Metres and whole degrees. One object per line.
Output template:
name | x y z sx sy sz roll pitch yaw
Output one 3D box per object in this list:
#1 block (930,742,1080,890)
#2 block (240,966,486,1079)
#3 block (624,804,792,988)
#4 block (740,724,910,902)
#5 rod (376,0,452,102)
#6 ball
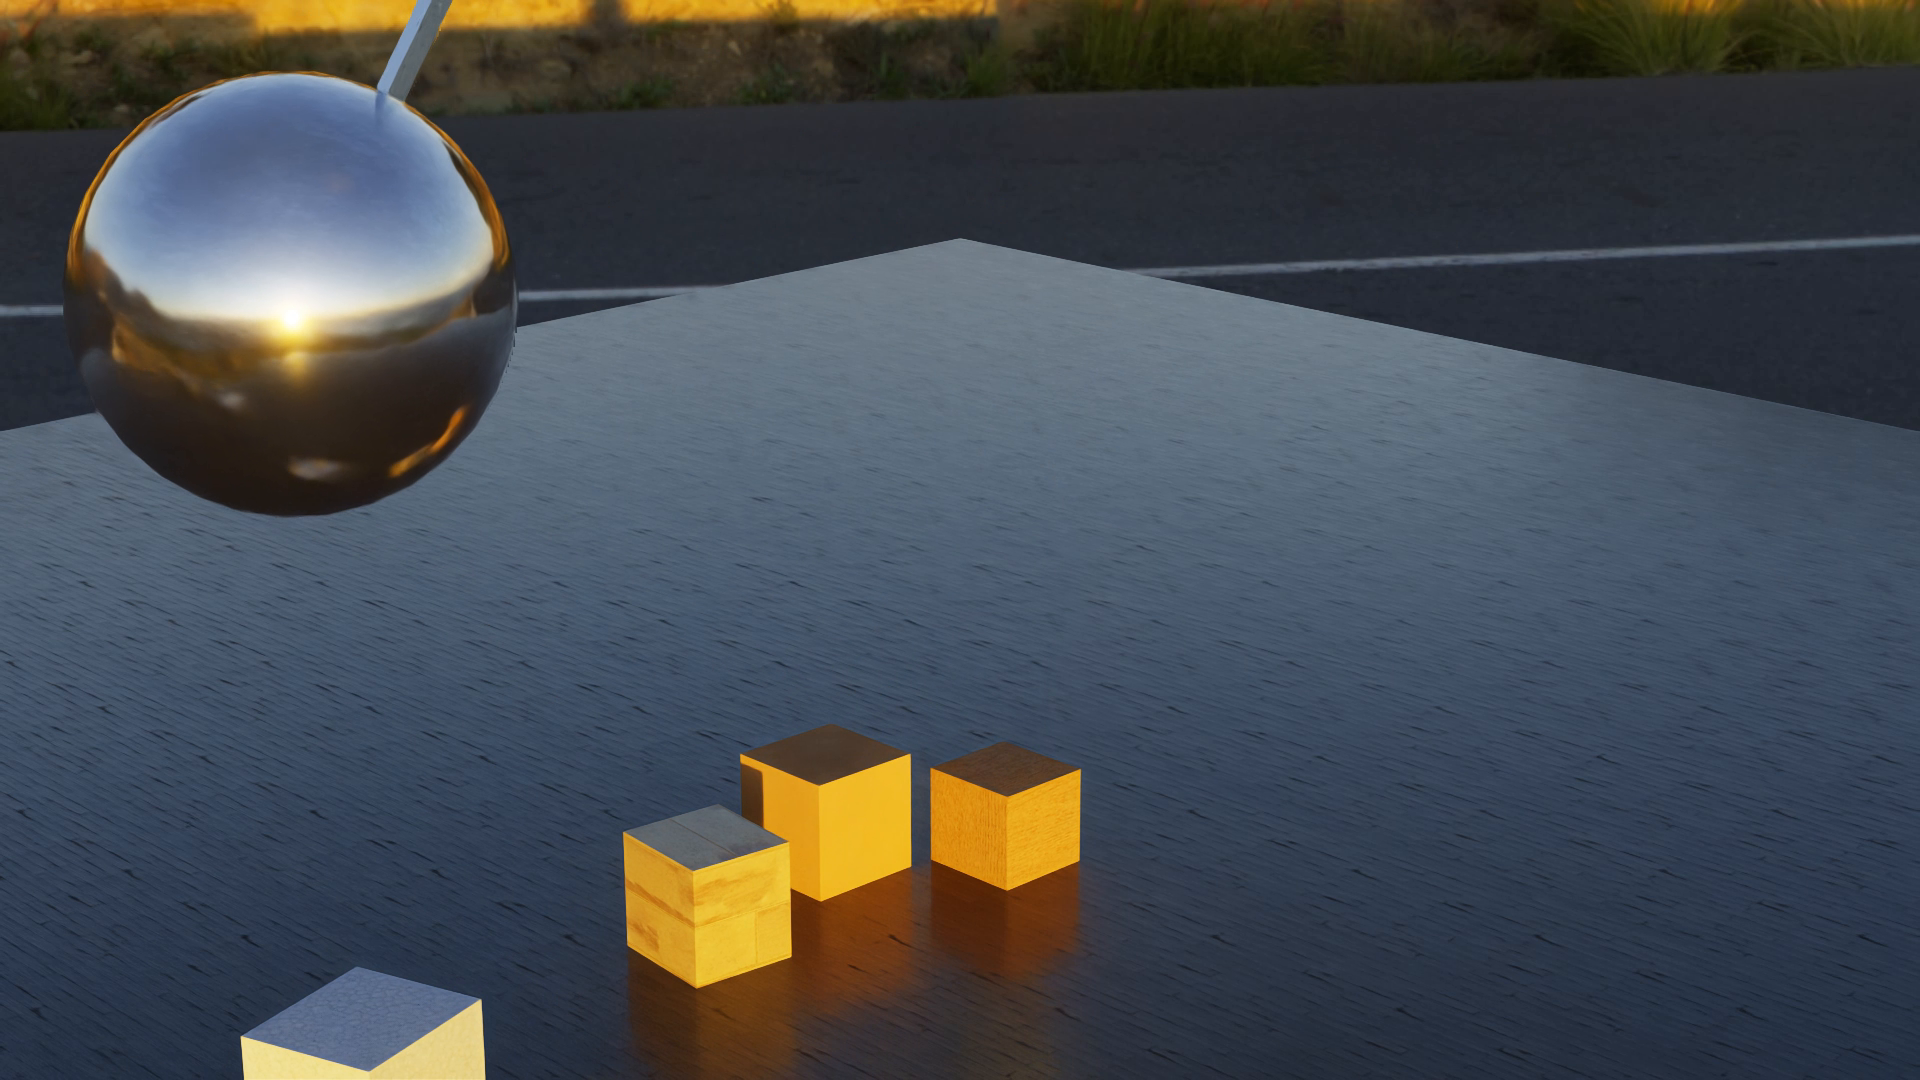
block | 0.210 1.268 13.547 0.479 0.457 0.496 -16 24 -42
block | -2.184 2.042 10.810 0.584 0.622 0.650 9 20 27
block | -1.085 1.523 12.604 0.491 0.536 0.537 -14 22 -37
block | -0.615 1.242 13.462 0.557 0.558 0.540 -16 24 -42
rod | -1.039 -3.965 11.007 0.080 5.200 0.080 17 -10 42
ball | -2.397 -0.882 10.552 1.600 1.600 1.600 0 17 0
